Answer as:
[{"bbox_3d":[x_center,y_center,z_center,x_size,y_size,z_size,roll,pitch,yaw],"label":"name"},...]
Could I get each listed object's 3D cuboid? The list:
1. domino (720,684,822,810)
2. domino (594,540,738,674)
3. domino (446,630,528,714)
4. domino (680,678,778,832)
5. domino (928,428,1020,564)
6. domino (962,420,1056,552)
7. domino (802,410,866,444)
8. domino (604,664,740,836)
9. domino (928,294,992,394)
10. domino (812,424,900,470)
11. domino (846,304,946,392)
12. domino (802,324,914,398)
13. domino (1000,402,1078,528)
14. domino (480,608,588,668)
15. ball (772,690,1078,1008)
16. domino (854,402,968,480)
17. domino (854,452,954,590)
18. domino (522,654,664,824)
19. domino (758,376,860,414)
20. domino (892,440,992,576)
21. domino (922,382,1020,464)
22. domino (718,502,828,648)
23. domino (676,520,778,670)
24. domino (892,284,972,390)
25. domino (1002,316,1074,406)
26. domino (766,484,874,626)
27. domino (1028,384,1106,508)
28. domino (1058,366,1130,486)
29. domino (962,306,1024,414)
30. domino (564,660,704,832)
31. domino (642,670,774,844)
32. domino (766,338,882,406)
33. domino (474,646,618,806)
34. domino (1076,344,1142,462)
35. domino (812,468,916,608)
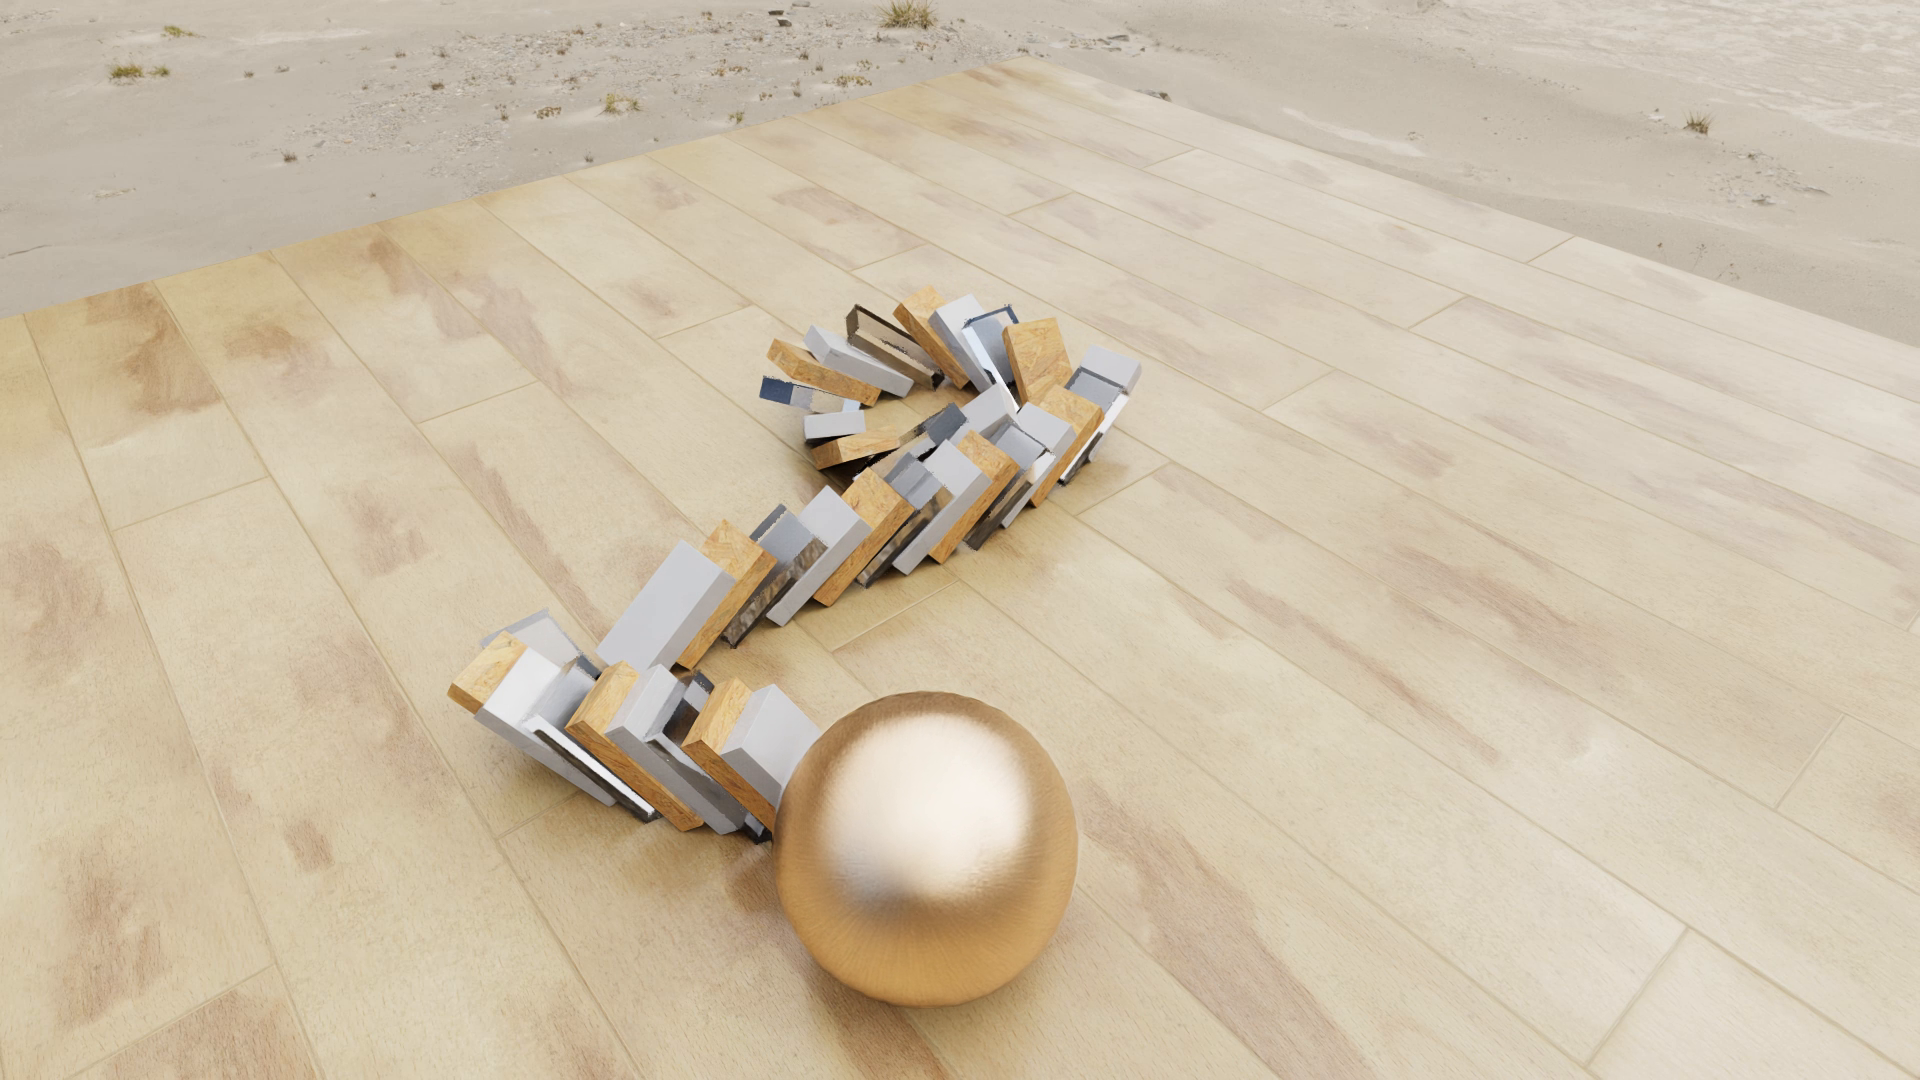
[{"bbox_3d":[-0.047,0.070,0.330,0.010,0.050,0.025,-24,27,32],"label":"domino"},{"bbox_3d":[-0.104,0.027,0.390,0.025,0.009,0.050,31,80,33],"label":"domino"},{"bbox_3d":[-0.136,0.054,0.357,0.050,0.010,0.025,37,43,-6],"label":"domino"},{"bbox_3d":[-0.059,0.068,0.332,0.009,0.050,0.025,-24,27,32],"label":"domino"},{"bbox_3d":[-0.001,-0.018,0.443,0.050,0.009,0.025,-51,52,0],"label":"domino"},{"bbox_3d":[0.013,-0.023,0.450,0.050,0.010,0.025,-50,52,-1],"label":"domino"},{"bbox_3d":[-0.056,-0.049,0.482,0.025,0.010,0.050,-7,4,-8],"label":"domino"},{"bbox_3d":[-0.082,0.064,0.336,0.010,0.050,0.025,-25,28,32],"label":"domino"},{"bbox_3d":[0.009,-0.094,0.537,0.025,0.010,0.050,-32,84,-34],"label":"domino"},{"bbox_3d":[-0.045,-0.039,0.469,0.025,0.010,0.050,-17,5,-19],"label":"domino"},{"bbox_3d":[-0.031,-0.094,0.536,0.050,0.010,0.025,26,30,-27],"label":"domino"},{"bbox_3d":[-0.048,-0.085,0.526,0.050,0.010,0.025,17,25,-40],"label":"domino"},{"bbox_3d":[0.024,-0.032,0.463,0.025,0.009,0.050,33,80,33],"label":"domino"},{"bbox_3d":[-0.146,0.046,0.387,0.025,0.010,0.050,-29,47,-31],"label":"domino"},{"bbox_3d":[-0.009,0.080,0.290,0.080,0.080,0.080,0,39,0],"label":"ball"},{"bbox_3d":[-0.021,-0.038,0.465,0.050,0.009,0.025,-27,17,44],"label":"domino"},{"bbox_3d":[-0.028,-0.008,0.430,0.050,0.010,0.025,-47,52,3],"label":"domino"},{"bbox_3d":[-0.107,0.062,0.340,0.010,0.050,0.025,-27,26,34],"label":"domino"},{"bbox_3d":[-0.067,-0.064,0.499,0.025,0.010,0.050,15,5,18],"label":"domino"},{"bbox_3d":[-0.013,-0.013,0.436,0.050,0.009,0.025,-47,53,3],"label":"domino"},{"bbox_3d":[0.001,-0.045,0.476,0.050,0.010,0.025,-34,36,18],"label":"domino"},{"bbox_3d":[-0.075,0.013,0.408,0.050,0.010,0.025,-47,52,-3],"label":"domino"},{"bbox_3d":[-0.092,0.019,0.400,0.025,0.010,0.050,33,82,34],"label":"domino"},{"bbox_3d":[-0.007,-0.101,0.544,0.050,0.009,0.025,48,48,-1],"label":"domino"},{"bbox_3d":[0.039,-0.078,0.516,0.025,0.010,0.050,-13,79,-15],"label":"domino"},{"bbox_3d":[-0.059,0.006,0.416,0.050,0.010,0.025,-47,50,-1],"label":"domino"},{"bbox_3d":[0.037,-0.041,0.474,0.025,0.010,0.050,33,80,32],"label":"domino"},{"bbox_3d":[0.050,-0.051,0.485,0.025,0.010,0.050,31,80,30],"label":"domino"},{"bbox_3d":[0.024,-0.086,0.527,0.025,0.009,0.050,-24,80,-27],"label":"domino"},{"bbox_3d":[-0.094,0.063,0.338,0.010,0.050,0.025,-25,27,32],"label":"domino"},{"bbox_3d":[-0.071,0.066,0.334,0.010,0.050,0.025,-24,27,32],"label":"domino"},{"bbox_3d":[-0.064,-0.078,0.517,0.050,0.009,0.025,14,20,-46],"label":"domino"},{"bbox_3d":[-0.123,0.059,0.346,0.050,0.009,0.025,39,43,-16],"label":"domino"},{"bbox_3d":[0.060,-0.062,0.499,0.025,0.009,0.050,26,77,24],"label":"domino"},{"bbox_3d":[-0.043,-0.001,0.423,0.050,0.009,0.025,-49,50,1],"label":"domino"}]
